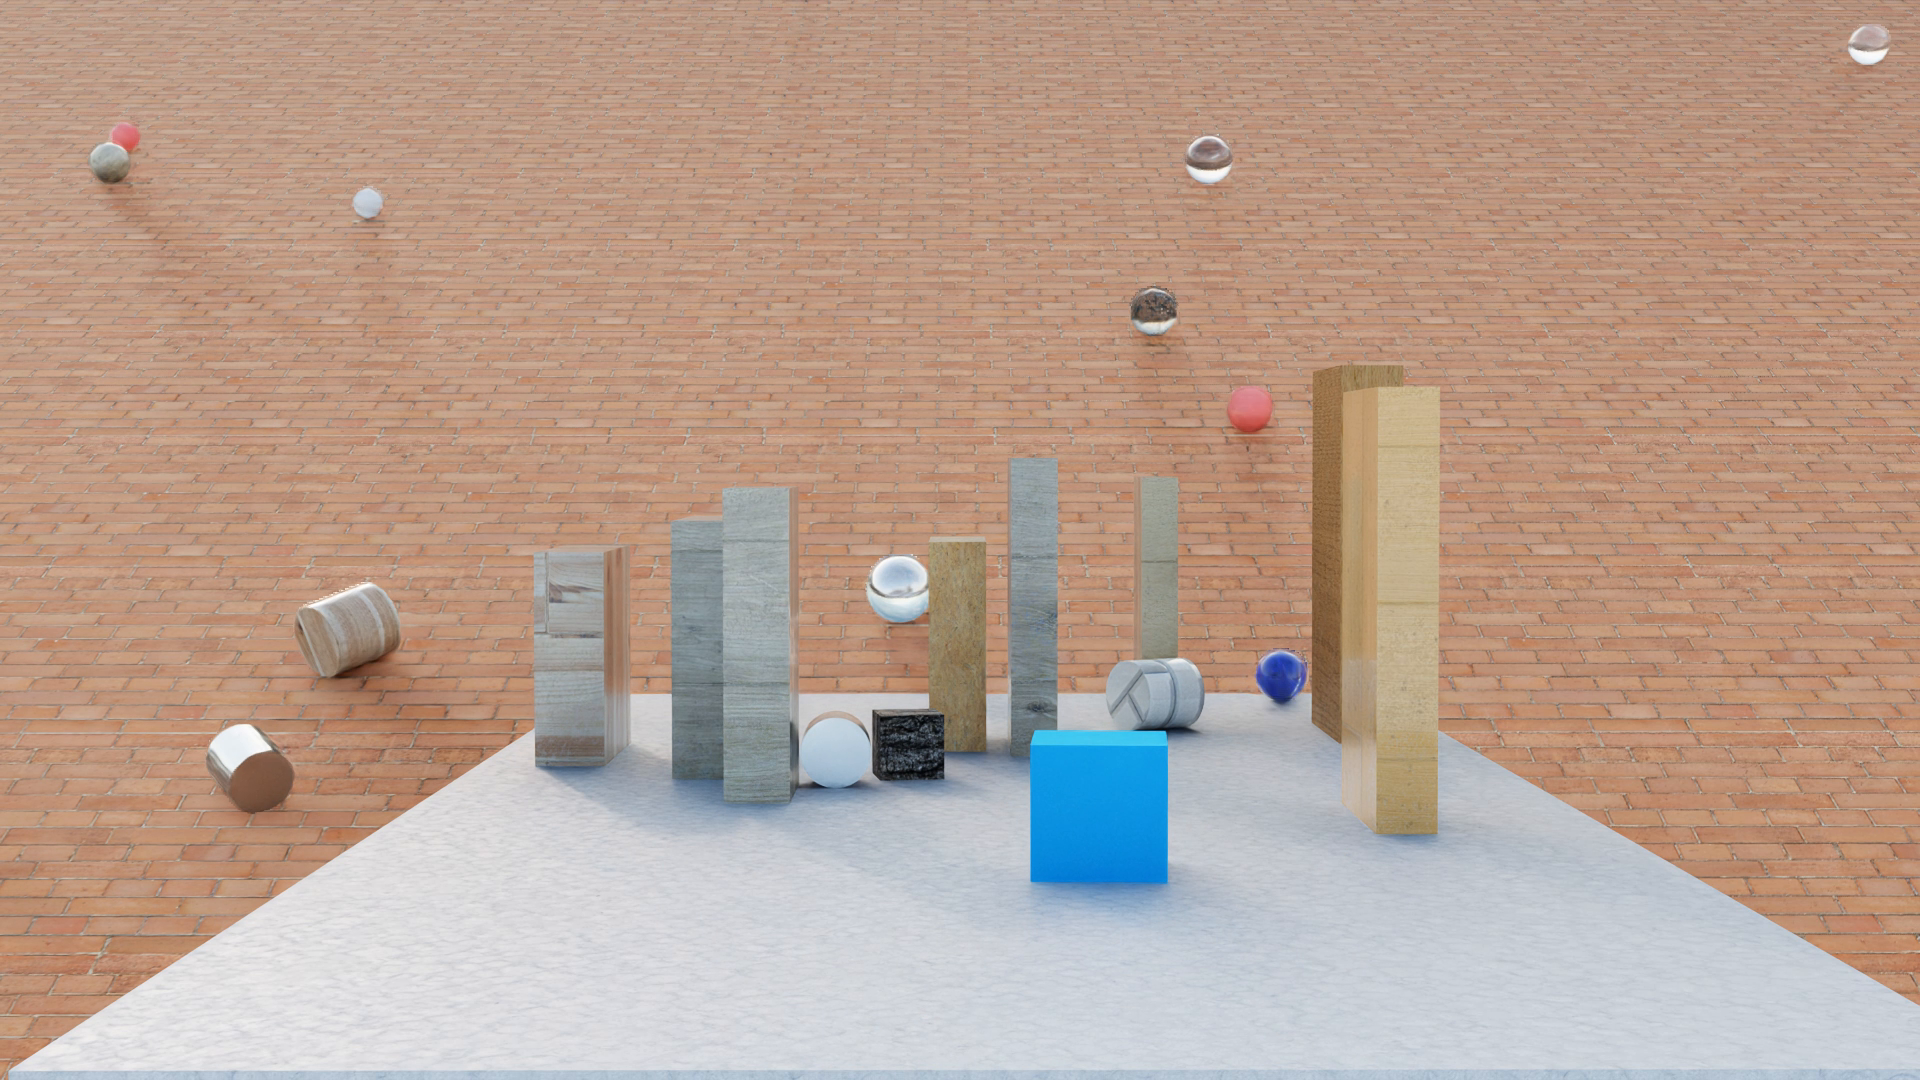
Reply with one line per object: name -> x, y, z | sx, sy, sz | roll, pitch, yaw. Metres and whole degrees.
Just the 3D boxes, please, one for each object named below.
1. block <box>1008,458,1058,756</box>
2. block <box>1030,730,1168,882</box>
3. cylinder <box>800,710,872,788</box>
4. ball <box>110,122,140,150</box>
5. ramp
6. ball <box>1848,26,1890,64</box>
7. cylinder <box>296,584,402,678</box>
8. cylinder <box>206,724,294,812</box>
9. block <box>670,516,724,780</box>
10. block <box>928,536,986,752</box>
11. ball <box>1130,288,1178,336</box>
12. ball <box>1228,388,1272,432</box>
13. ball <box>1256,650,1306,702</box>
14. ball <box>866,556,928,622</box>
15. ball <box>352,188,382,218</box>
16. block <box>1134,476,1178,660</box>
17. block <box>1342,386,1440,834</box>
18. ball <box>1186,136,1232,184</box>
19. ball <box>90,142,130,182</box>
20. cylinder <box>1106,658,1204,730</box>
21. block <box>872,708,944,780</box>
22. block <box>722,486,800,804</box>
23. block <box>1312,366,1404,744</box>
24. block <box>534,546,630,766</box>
block -> 0.149, 0.130, 5.354 | 0.094, 0.601, 0.346 | 0, 2, 0
block -> 0.204, 0.386, 3.759 | 0.195, 0.195, 0.195 | 0, 2, 4
cylinder -> -0.229, 0.386, 4.762 | 0.129, 0.129, 0.129 | -1, 2, -3
ball -> -3.690, -1.782, 11.389 | 0.124, 0.124, 0.124 | 0, 24, 0
ramp -> 0.056, 0.507, 4.550 | 2.000, 0.100, 4.000 | 0, 2, 0
ball -> 4.509, -2.455, 12.785 | 0.191, 0.191, 0.191 | 0, 24, 0
cylinder -> -1.629, 0.240, 6.863 | 0.197, 0.197, 0.197 | 21, 32, 38
cylinder -> -1.715, 0.551, 6.226 | 0.160, 0.160, 0.160 | -16, 29, -30
block -> -0.477, 0.199, 5.043 | 0.127, 0.484, 0.439 | 0, 2, 0
block -> -0.005, 0.213, 5.441 | 0.117, 0.429, 0.340 | 0, 2, 0
ball -> 0.692, -0.814, 9.211 | 0.168, 0.168, 0.168 | 0, 24, 0
ball -> 0.942, -0.421, 8.378 | 0.144, 0.144, 0.144 | 0, 24, 0
ball -> 0.790, 0.334, 6.345 | 0.125, 0.125, 0.125 | 0, 24, 0
ball -> -0.165, 0.136, 7.106 | 0.185, 0.185, 0.185 | 0, 24, 0
ball -> -2.413, -1.371, 10.496 | 0.117, 0.117, 0.117 | 0, 24, 0
block -> 0.450, 0.133, 5.932 | 0.082, 0.556, 0.258 | 0, 2, 0
block -> 0.715, 0.107, 4.299 | 0.098, 0.715, 0.371 | 0, 2, 0
ball -> 1.054, -1.610, 10.919 | 0.200, 0.200, 0.200 | 0, 24, 0
ball -> -3.608, -1.600, 10.937 | 0.168, 0.168, 0.168 | 0, 24, 0
cylinder -> 0.432, 0.341, 5.702 | 0.156, 0.156, 0.156 | -1, 21, -34
block -> -0.099, 0.386, 4.874 | 0.121, 0.121, 0.121 | 0, 2, -9
block -> -0.355, 0.180, 4.620 | 0.116, 0.550, 0.265 | 0, 2, 0
block -> 0.862, 0.024, 5.614 | 0.130, 0.794, 0.429 | 0, 2, 0
block -> -0.762, 0.226, 5.227 | 0.136, 0.418, 0.407 | 0, 2, 0
